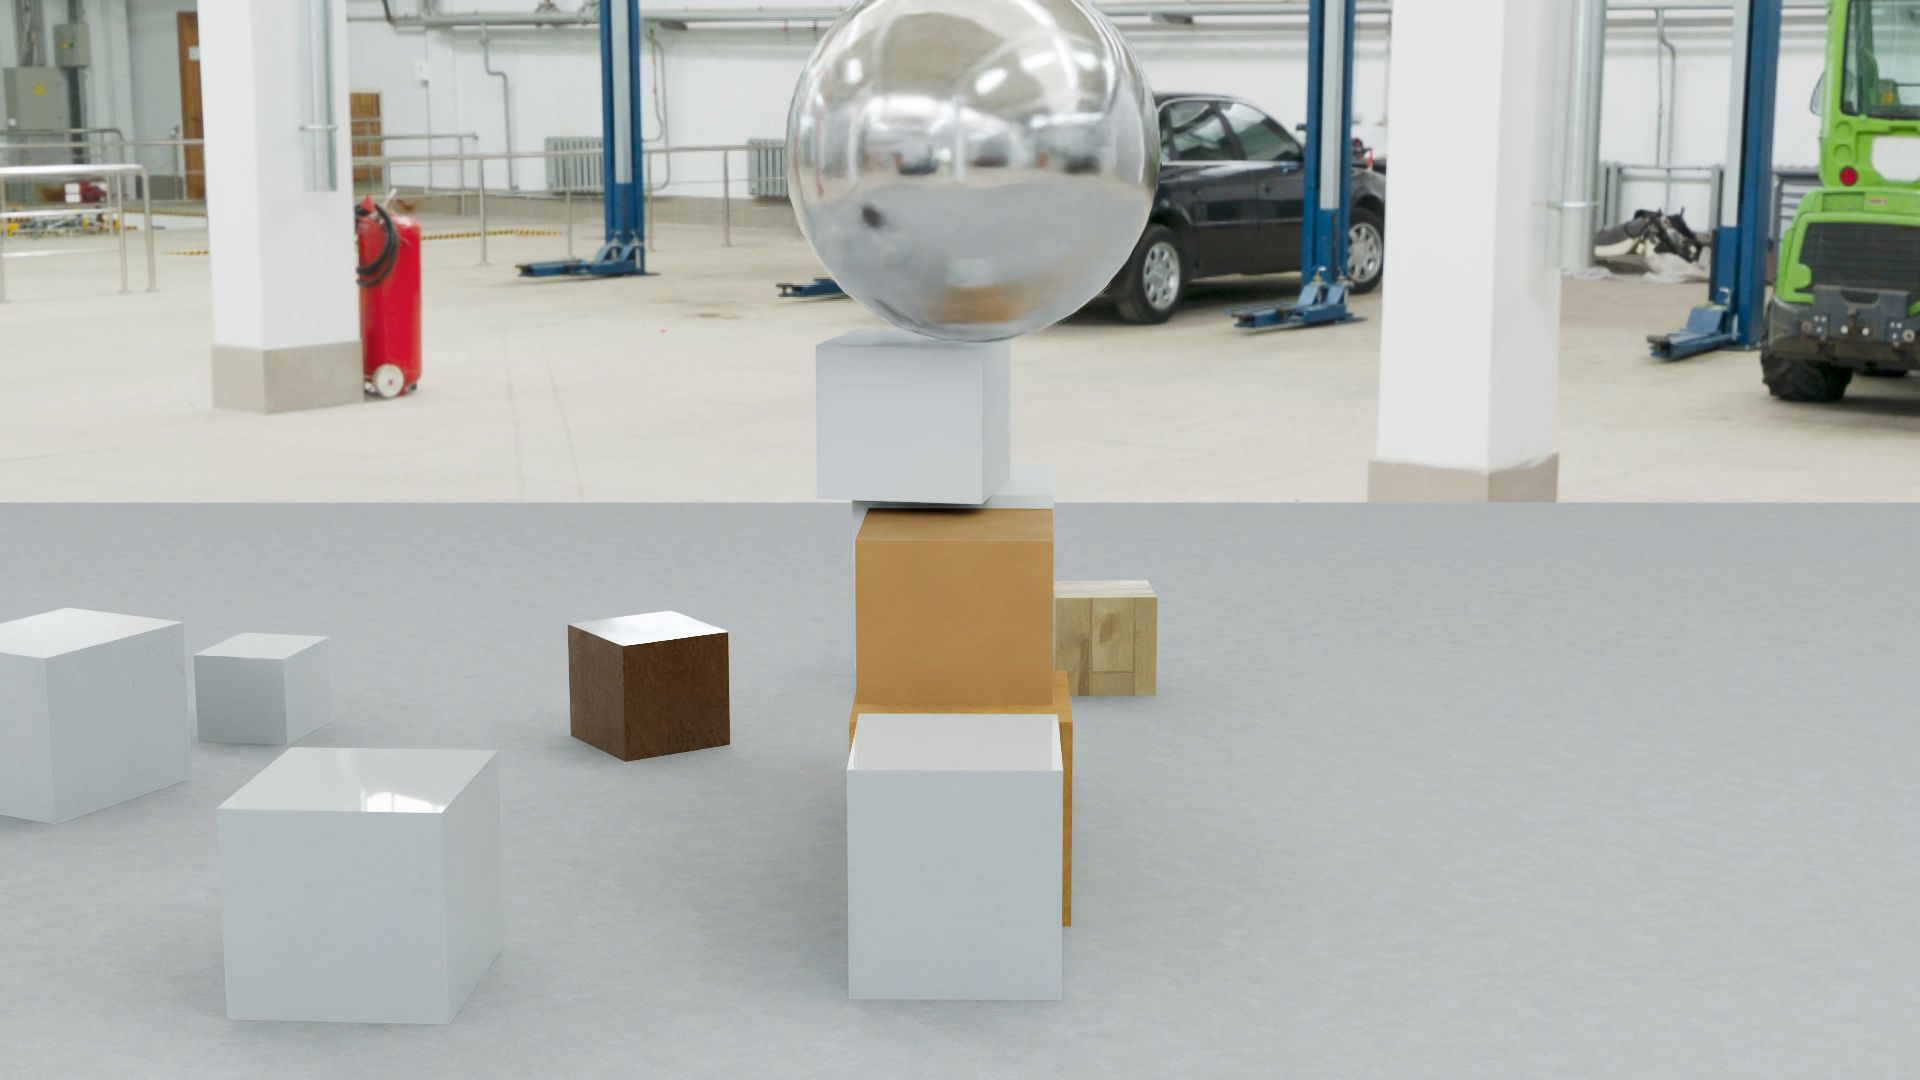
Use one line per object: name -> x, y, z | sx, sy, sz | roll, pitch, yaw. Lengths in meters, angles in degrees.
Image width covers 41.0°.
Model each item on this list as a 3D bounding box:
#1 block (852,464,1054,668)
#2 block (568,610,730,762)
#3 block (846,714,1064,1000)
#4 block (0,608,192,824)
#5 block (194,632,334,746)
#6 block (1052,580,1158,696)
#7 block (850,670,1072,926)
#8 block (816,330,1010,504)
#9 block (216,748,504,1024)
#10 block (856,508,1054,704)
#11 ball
block -> -0.019, 0.108, 12.060 | 0.909, 0.805, 0.931 | 0, 10, 2
block -> -1.655, 0.766, 13.636 | 0.617, 0.613, 0.646 | -7, 12, -34
block -> -0.013, 1.240, 10.199 | 0.817, 0.911, 0.864 | 0, 10, 1
block -> -4.430, 0.847, 12.655 | 0.782, 0.806, 0.905 | 5, 12, 26
block -> -3.757, 0.799, 13.865 | 0.515, 0.467, 0.560 | 2, 11, 11
block -> 0.821, 0.565, 14.862 | 0.579, 0.572, 0.494 | 0, 10, -3
block -> 0.010, 1.095, 11.091 | 0.919, 0.877, 0.942 | 0, 10, 1
block -> -0.201, -0.572, 11.633 | 0.746, 0.685, 0.734 | 2, 10, 11
block -> -2.307, 1.325, 9.986 | 0.846, 0.821, 0.885 | 1, 10, 3
block -> -0.010, 0.275, 11.197 | 0.830, 0.700, 0.826 | 0, 10, 2
ball -> 0.052, -1.639, 10.882 | 1.600, 1.600, 1.600 | 0, 10, 0
